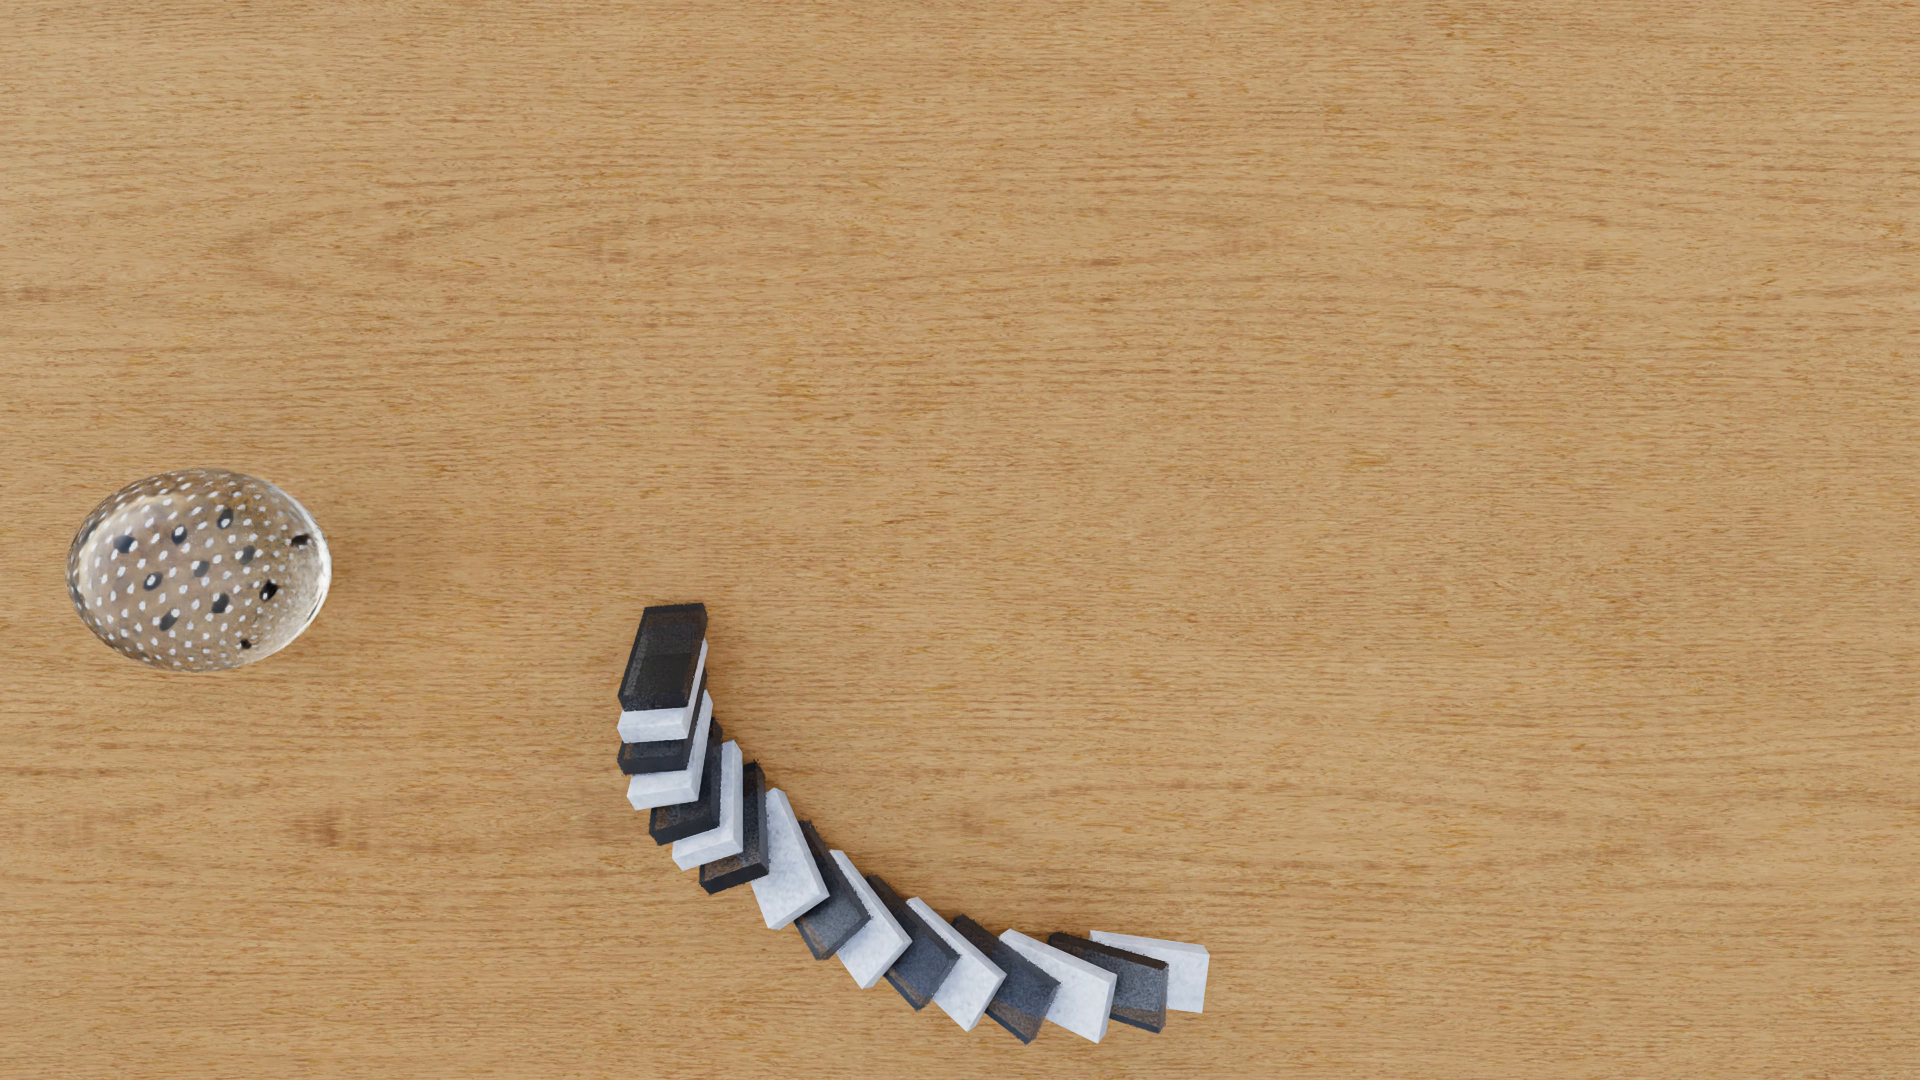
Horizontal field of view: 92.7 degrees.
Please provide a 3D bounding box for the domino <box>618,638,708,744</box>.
[{"bbox_3d":[-0.122,0.060,0.378,0.025,0.050,0.009,-4,130,0],"label":"domino"}]

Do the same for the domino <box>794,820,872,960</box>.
[{"bbox_3d":[-0.061,0.146,0.383,0.025,0.010,0.050,-43,59,0],"label":"domino"}]

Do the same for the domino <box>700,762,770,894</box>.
[{"bbox_3d":[-0.093,0.118,0.378,0.025,0.050,0.009,-19,129,0],"label":"domino"}]

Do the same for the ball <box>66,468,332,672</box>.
[{"bbox_3d":[-0.295,0.012,0.360,0.080,0.080,0.080,0,90,0],"label":"ball"}]

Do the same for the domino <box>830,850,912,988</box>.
[{"bbox_3d":[-0.045,0.158,0.383,0.025,0.009,0.050,-48,60,0],"label":"domino"}]

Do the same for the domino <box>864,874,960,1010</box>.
[{"bbox_3d":[-0.027,0.168,0.384,0.050,0.010,0.025,34,90,28],"label":"domino"}]

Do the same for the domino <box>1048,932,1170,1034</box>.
[{"bbox_3d":[0.060,0.184,0.382,0.050,0.009,0.025,3,88,29],"label":"domino"}]

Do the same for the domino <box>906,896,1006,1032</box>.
[{"bbox_3d":[-0.008,0.177,0.384,0.050,0.010,0.025,31,90,27],"label":"domino"}]

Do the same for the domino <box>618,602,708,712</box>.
[{"bbox_3d":[-0.121,0.047,0.378,0.025,0.050,0.009,-4,130,0],"label":"domino"}]

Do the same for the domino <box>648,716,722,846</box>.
[{"bbox_3d":[-0.112,0.098,0.377,0.025,0.050,0.010,-18,129,1],"label":"domino"}]

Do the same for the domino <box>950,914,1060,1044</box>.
[{"bbox_3d":[0.014,0.183,0.384,0.050,0.010,0.025,25,90,28],"label":"domino"}]

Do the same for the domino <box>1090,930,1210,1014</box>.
[{"bbox_3d":[0.080,0.186,0.395,0.050,0.009,0.025,8,90,0],"label":"domino"}]

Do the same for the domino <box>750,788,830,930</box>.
[{"bbox_3d":[-0.077,0.132,0.383,0.025,0.009,0.050,-34,58,0],"label":"domino"}]

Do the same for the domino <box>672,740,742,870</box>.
[{"bbox_3d":[-0.103,0.108,0.377,0.025,0.050,0.009,-18,129,1],"label":"domino"}]

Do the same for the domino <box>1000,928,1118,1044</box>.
[{"bbox_3d":[0.038,0.186,0.383,0.050,0.010,0.025,12,92,29],"label":"domino"}]

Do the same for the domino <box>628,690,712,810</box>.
[{"bbox_3d":[-0.118,0.085,0.378,0.025,0.050,0.010,-9,129,1],"label":"domino"}]

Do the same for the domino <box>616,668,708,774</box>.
[{"bbox_3d":[-0.122,0.072,0.378,0.025,0.050,0.010,-4,130,0],"label":"domino"}]
